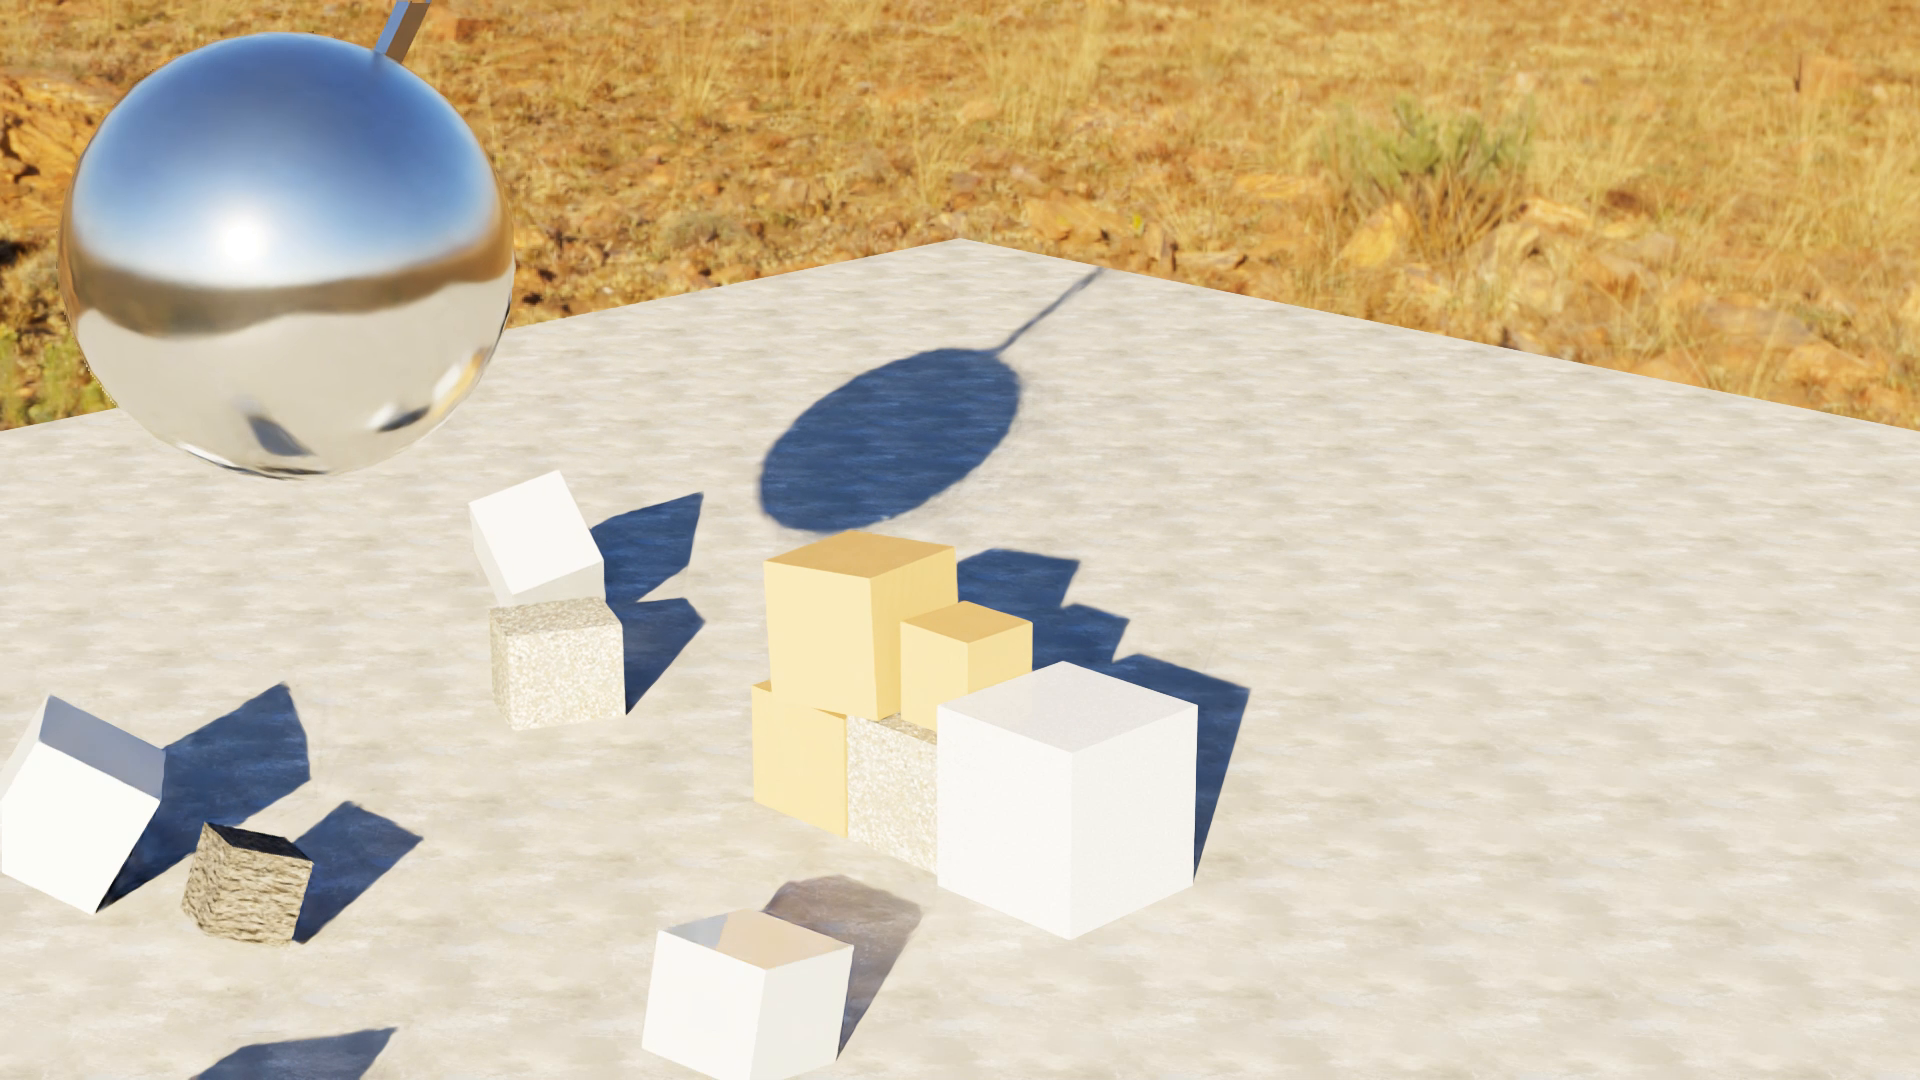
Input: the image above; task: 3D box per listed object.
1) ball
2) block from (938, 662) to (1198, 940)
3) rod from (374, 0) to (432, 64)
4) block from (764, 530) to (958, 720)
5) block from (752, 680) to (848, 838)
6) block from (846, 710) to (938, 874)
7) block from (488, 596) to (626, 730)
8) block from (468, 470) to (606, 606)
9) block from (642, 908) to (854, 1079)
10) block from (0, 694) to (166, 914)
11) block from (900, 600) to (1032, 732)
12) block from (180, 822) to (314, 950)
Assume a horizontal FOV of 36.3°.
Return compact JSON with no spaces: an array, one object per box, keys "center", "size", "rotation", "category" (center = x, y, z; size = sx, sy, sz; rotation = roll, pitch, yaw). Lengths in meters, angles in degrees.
[{"center":[-2.399,-1.011,10.509],"size":[1.600,1.600,1.600],"rotation":[0,17,0],"category":"ball"},{"center":[0.479,1.155,13.213],"size":[0.822,0.875,0.820],"rotation":[-17,24,-42],"category":"block"},{"center":[-1.040,-4.093,10.966],"size":[0.080,5.200,0.080],"rotation":[17,-10,42],"category":"rod"},{"center":[-0.457,0.394,13.875],"size":[0.647,0.682,0.634],"rotation":[9,19,37],"category":"block"},{"center":[-0.526,0.982,14.219],"size":[0.698,0.601,0.652],"rotation":[-17,24,-42],"category":"block"},{"center":[-0.057,1.108,13.761],"size":[0.662,0.634,0.669],"rotation":[-17,24,-42],"category":"block"},{"center":[-2.123,0.645,15.434],"size":[0.602,0.515,0.489],"rotation":[-6,18,-19],"category":"block"},{"center":[-2.371,0.091,16.476],"size":[0.538,0.560,0.634],"rotation":[-22,65,-16],"category":"block"},{"center":[-0.837,1.803,11.579],"size":[0.536,0.487,0.571],"rotation":[15,11,32],"category":"block"},{"center":[-4.000,1.180,13.179],"size":[0.591,0.606,0.652],"rotation":[30,7,-19],"category":"block"},{"center":[0.029,0.603,13.514],"size":[0.435,0.479,0.419],"rotation":[17,24,42],"category":"block"},{"center":[-3.086,1.493,12.676],"size":[0.372,0.393,0.440],"rotation":[16,1,-30],"category":"block"}]
